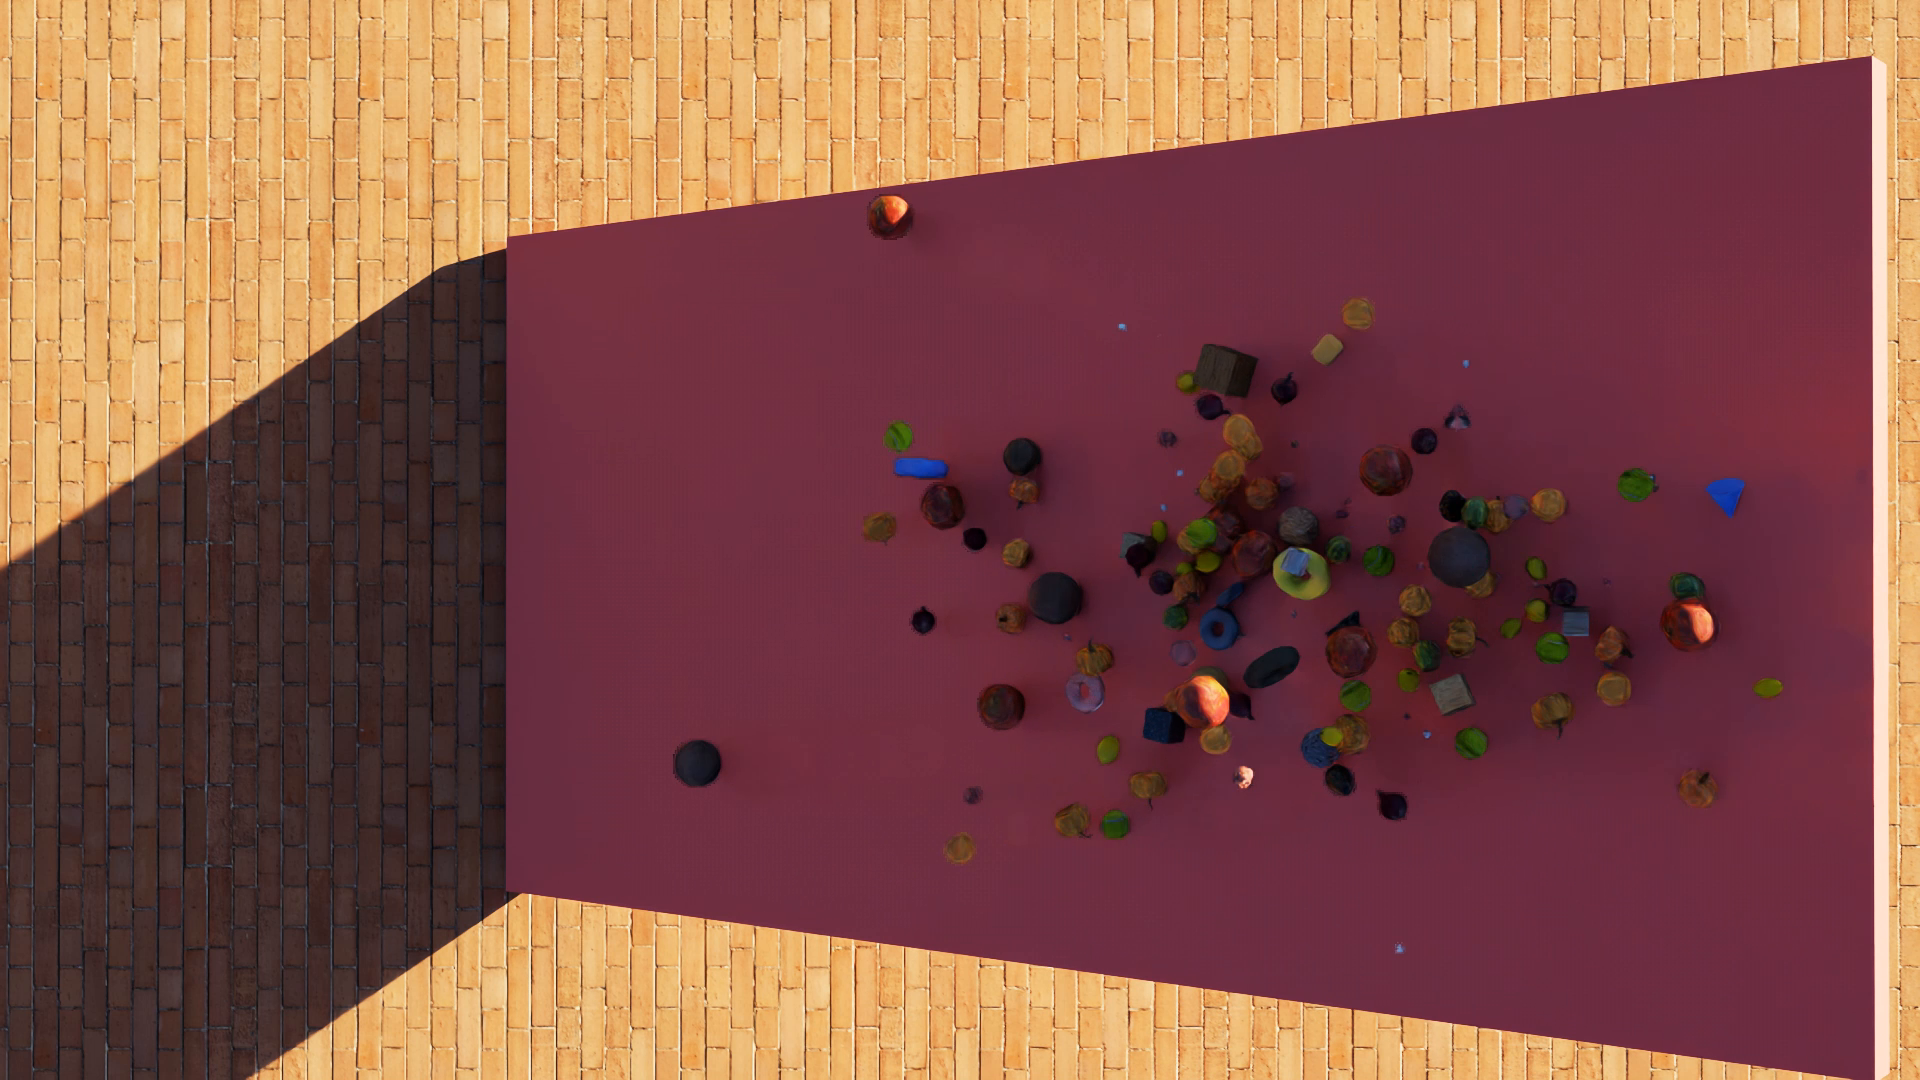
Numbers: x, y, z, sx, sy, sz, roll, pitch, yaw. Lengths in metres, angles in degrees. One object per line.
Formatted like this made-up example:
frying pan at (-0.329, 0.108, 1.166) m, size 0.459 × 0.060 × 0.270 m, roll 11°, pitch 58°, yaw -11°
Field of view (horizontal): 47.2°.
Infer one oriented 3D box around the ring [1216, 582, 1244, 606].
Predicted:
ring at (0.629, 0.126, 5.121) m, size 0.078 × 0.078 × 0.026 m, roll -38°, pitch 81°, yaw 0°

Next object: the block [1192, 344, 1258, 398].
block at (0.618, -0.394, 5.121) m, size 0.096 × 0.096 × 0.096 m, roll 24°, pitch 104°, yaw 35°

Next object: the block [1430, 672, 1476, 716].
block at (1.044, 0.328, 4.657) m, size 0.068 × 0.068 × 0.068 m, roll -25°, pitch 74°, yaw 17°

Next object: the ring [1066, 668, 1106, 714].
ring at (0.307, 0.370, 5.392) m, size 0.111 × 0.037 × 0.111 m, roll 2°, pitch 93°, yaw 39°

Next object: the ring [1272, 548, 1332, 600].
ring at (0.770, 0.076, 4.954) m, size 0.138 × 0.138 × 0.046 m, roll 35°, pitch 46°, yaw 0°

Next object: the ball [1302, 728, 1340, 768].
ball at (0.816, 0.469, 4.967) m, size 0.088 × 0.088 × 0.088 m, roll 0°, pitch 90°, yaw 0°

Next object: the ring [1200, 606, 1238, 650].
ring at (0.608, 0.208, 5.163) m, size 0.103 × 0.034 × 0.103 m, roll 0°, pitch 90°, yaw 36°

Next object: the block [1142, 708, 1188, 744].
block at (0.487, 0.441, 5.231) m, size 0.071 × 0.071 × 0.071 m, roll 10°, pitch 96°, yaw 37°

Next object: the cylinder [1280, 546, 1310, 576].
cylinder at (0.742, 0.048, 4.859) m, size 0.052 × 0.052 × 0.052 m, roll 20°, pitch 95°, yaw 0°

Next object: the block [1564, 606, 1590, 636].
block at (1.286, 0.169, 4.590) m, size 0.051 × 0.051 × 0.051 m, roll -1°, pitch 101°, yaw 15°

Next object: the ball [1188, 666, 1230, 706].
ball at (0.581, 0.341, 5.144) m, size 0.096 × 0.096 × 0.096 m, roll 0°, pitch 90°, yaw 0°

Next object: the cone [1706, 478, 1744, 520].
cone at (1.551, -0.075, 4.438) m, size 0.075 × 0.075 × 0.075 m, roll -18°, pitch 110°, yaw 0°

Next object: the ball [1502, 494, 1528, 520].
ball at (1.172, -0.070, 4.638) m, size 0.053 × 0.053 × 0.053 m, roll 0°, pitch 90°, yaw 0°

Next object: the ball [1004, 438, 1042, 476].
ball at (0.155, -0.208, 5.477) m, size 0.095 × 0.095 × 0.095 m, roll 0°, pitch 90°, yaw 0°

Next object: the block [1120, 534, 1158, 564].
block at (0.430, 0.020, 5.285) m, size 0.061 × 0.061 × 0.061 m, roll 16°, pitch 99°, yaw 37°

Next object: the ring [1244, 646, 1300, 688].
ring at (0.686, 0.281, 4.839) m, size 0.135 × 0.135 × 0.045 m, roll -29°, pitch 69°, yaw 0°

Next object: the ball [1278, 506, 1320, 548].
ball at (0.768, -0.029, 4.990) m, size 0.094 × 0.094 × 0.094 m, roll 0°, pitch 90°, yaw 0°

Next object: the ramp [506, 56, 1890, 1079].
ramp at (0.226, 0.064, 5.543) m, size 4.000 × 0.100 × 2.000 m, roll 0°, pitch 89°, yaw 38°

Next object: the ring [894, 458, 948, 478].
ring at (-0.099, -0.183, 5.616) m, size 0.140 × 0.140 × 0.047 m, roll 4°, pitch 91°, yaw 0°

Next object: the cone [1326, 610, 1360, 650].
cone at (0.878, 0.191, 4.947) m, size 0.083 × 0.083 × 0.083 m, roll 26°, pitch 82°, yaw 0°

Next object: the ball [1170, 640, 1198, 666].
ball at (0.529, 0.267, 5.205) m, size 0.065 × 0.065 × 0.065 m, roll 0°, pitch 90°, yaw 0°

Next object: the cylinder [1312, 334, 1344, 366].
cylinder at (0.832, -0.430, 4.976) m, size 0.052 × 0.052 × 0.052 m, roll 36°, pitch 119°, yaw 0°
